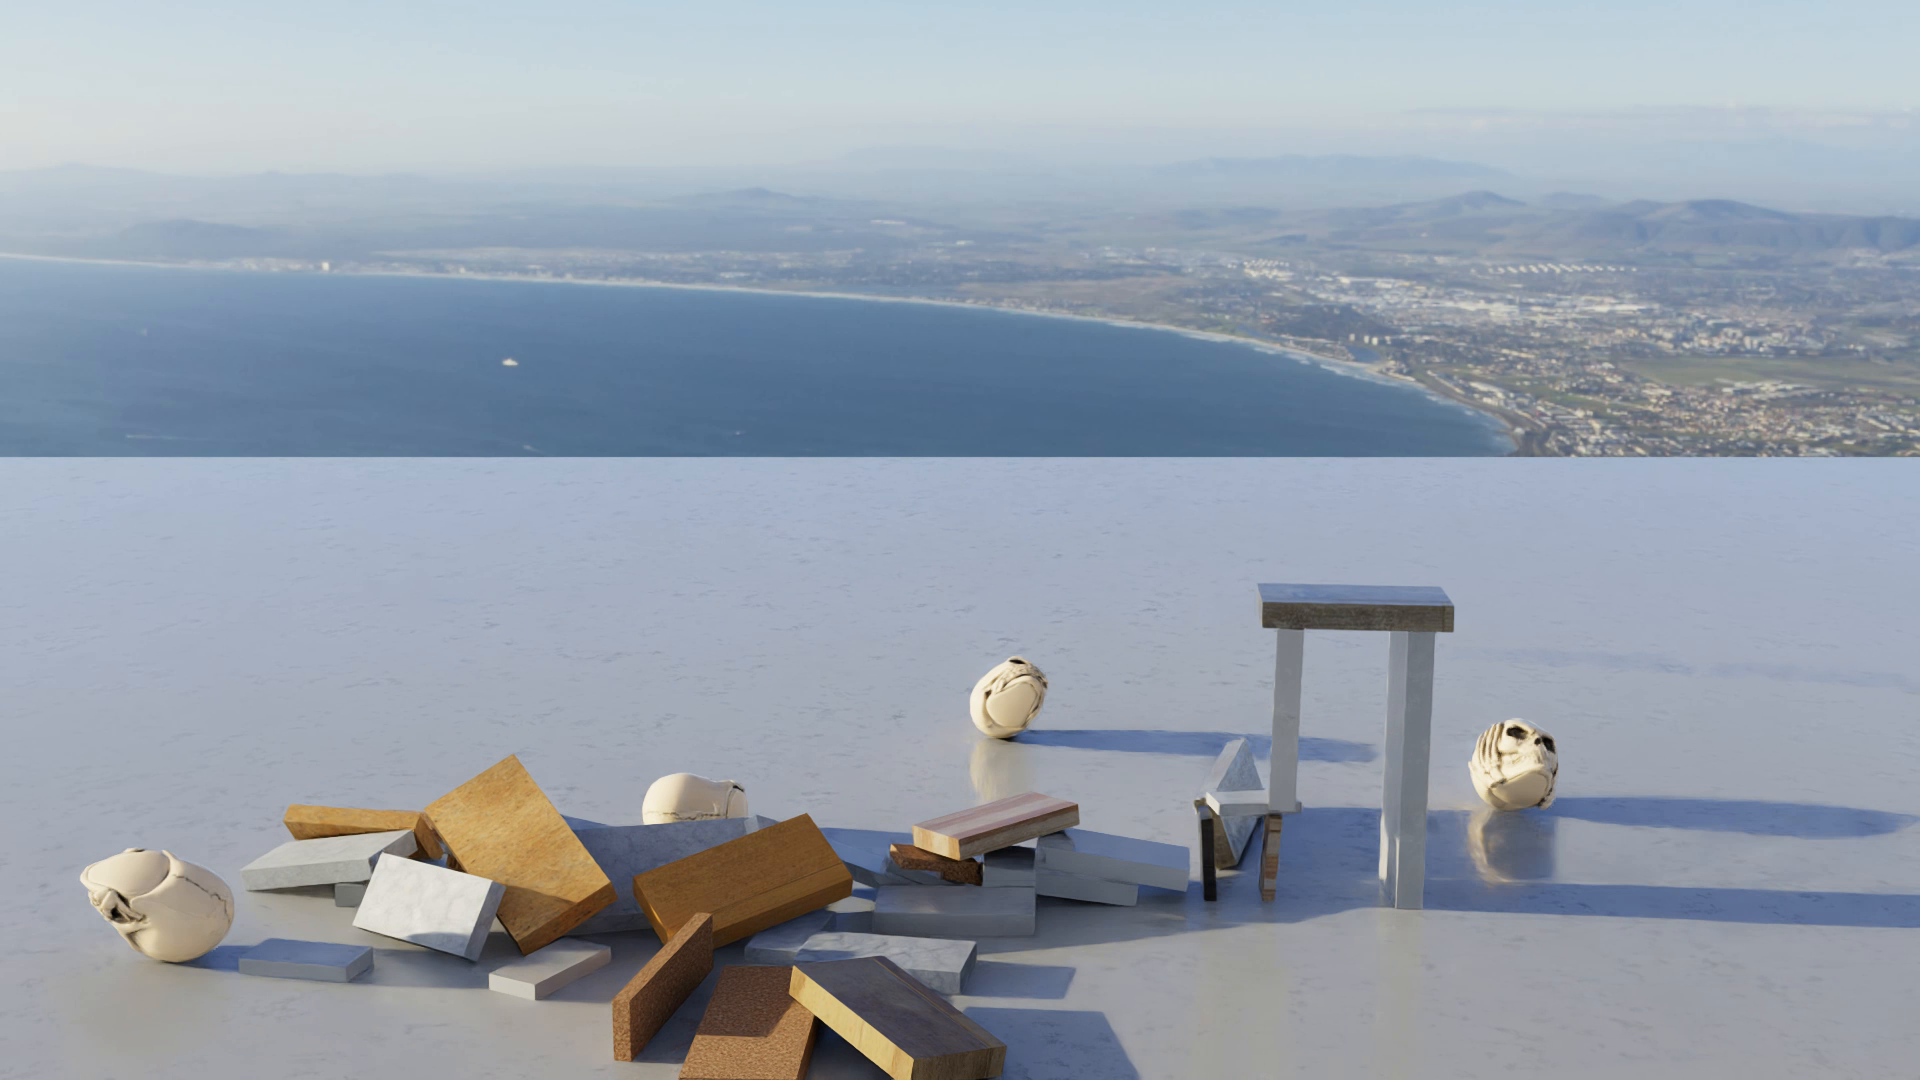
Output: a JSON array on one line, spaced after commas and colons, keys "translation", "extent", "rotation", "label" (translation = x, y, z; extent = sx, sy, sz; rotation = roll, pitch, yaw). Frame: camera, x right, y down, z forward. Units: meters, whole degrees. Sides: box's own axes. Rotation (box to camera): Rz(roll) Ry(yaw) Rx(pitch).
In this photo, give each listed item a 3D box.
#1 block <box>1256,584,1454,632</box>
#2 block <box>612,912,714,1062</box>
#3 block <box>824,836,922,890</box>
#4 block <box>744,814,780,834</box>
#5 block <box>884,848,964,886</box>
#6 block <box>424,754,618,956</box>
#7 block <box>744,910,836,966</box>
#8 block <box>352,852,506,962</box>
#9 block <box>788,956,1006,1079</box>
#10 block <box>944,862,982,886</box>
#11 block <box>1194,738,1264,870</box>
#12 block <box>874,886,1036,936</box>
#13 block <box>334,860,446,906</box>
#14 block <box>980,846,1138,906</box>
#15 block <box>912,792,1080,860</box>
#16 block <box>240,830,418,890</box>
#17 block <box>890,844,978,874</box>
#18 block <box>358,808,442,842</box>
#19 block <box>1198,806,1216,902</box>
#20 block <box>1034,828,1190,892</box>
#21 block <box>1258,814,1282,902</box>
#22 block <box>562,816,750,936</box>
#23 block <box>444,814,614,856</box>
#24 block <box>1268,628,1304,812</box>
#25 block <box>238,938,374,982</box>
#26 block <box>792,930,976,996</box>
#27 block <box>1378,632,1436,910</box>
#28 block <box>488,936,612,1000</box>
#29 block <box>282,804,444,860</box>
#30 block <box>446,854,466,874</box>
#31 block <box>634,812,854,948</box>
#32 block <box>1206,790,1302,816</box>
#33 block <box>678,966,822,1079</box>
[{"translation": [0.641, 0.110, 3.589], "extent": [0.303, 0.043, 0.152], "rotation": [1, 11, 4], "label": "block"}, {"translation": [-0.424, 0.639, 3.167], "extent": [0.025, 0.088, 0.349], "rotation": [2, 11, 12], "label": "block"}, {"translation": [-0.152, 0.545, 3.642], "extent": [0.182, 0.026, 0.091], "rotation": [22, 8, -13], "label": "block"}, {"translation": [-0.277, 0.517, 3.638], "extent": [0.026, 0.091, 0.182], "rotation": [-35, -35, 23], "label": "block"}, {"translation": [-0.060, 0.555, 3.671], "extent": [0.133, 0.019, 0.067], "rotation": [21, 8, -8], "label": "block"}, {"translation": [-0.700, 0.497, 3.493], "extent": [0.167, 0.047, 0.334], "rotation": [-32, 49, -19], "label": "block"}, {"translation": [-0.263, 0.620, 3.438], "extent": [0.091, 0.026, 0.182], "rotation": [3, 11, 13], "label": "block"}, {"translation": [-0.830, 0.572, 3.435], "extent": [0.244, 0.122, 0.035], "rotation": [7, -21, 33], "label": "block"}, {"translation": [-0.089, 0.661, 3.033], "extent": [0.153, 0.043, 0.307], "rotation": [1, 13, -36], "label": "block"}, {"translation": [0.038, 0.561, 3.687], "extent": [0.133, 0.019, 0.067], "rotation": [13, 10, -5], "label": "block"}, {"translation": [0.489, 0.469, 3.958], "extent": [0.036, 0.127, 0.384], "rotation": [-18, 5, 18], "label": "block"}, {"translation": [-0.007, 0.596, 3.538], "extent": [0.255, 0.036, 0.127], "rotation": [0, 11, 3], "label": "block"}, {"translation": [-0.894, 0.571, 3.669], "extent": [0.261, 0.037, 0.131], "rotation": [0, 11, 0], "label": "block"}, {"translation": [0.163, 0.555, 3.660], "extent": [0.255, 0.036, 0.127], "rotation": [8, 10, -2], "label": "block"}, {"translation": [0.061, 0.478, 3.687], "extent": [0.255, 0.036, 0.127], "rotation": [-11, 11, -36], "label": "block"}, {"translation": [-1.058, 0.537, 3.688], "extent": [0.261, 0.037, 0.130], "rotation": [-8, 11, 22], "label": "block"}, {"translation": [-0.043, 0.529, 3.650], "extent": [0.133, 0.019, 0.067], "rotation": [7, 11, -21], "label": "block"}, {"translation": [-1.052, 0.520, 3.953], "extent": [0.244, 0.035, 0.122], "rotation": [2, 11, 8], "label": "block"}, {"translation": [0.411, 0.520, 3.654], "extent": [0.020, 0.141, 0.071], "rotation": [-3, 10, 3], "label": "block"}, {"translation": [0.255, 0.529, 3.673], "extent": [0.255, 0.036, 0.127], "rotation": [9, 10, 4], "label": "block"}, {"translation": [0.515, 0.520, 3.654], "extent": [0.020, 0.141, 0.071], "rotation": [4, 11, 2], "label": "block"}, {"translation": [-0.494, 0.541, 3.548], "extent": [0.334, 0.047, 0.167], "rotation": [-3, 49, -14], "label": "block"}, {"translation": [-0.671, 0.509, 3.667], "extent": [0.334, 0.047, 0.167], "rotation": [12, 11, 0], "label": "block"}, {"translation": [0.539, 0.279, 3.624], "extent": [0.043, 0.303, 0.152], "rotation": [3, 11, 9], "label": "block"}, {"translation": [-0.993, 0.638, 3.341], "extent": [0.175, 0.025, 0.088], "rotation": [2, 11, 12], "label": "block"}, {"translation": [-0.112, 0.637, 3.319], "extent": [0.255, 0.036, 0.127], "rotation": [2, 11, 11], "label": "block"}, {"translation": [0.736, 0.361, 3.628], "extent": [0.043, 0.465, 0.152], "rotation": [0, 11, 0], "label": "block"}, {"translation": [-0.616, 0.644, 3.310], "extent": [0.088, 0.025, 0.176], "rotation": [6, 12, 29], "label": "block"}, {"translation": [-1.025, 0.510, 3.782], "extent": [0.244, 0.122, 0.035], "rotation": [2, 51, 13], "label": "block"}, {"translation": [-0.712, 0.542, 3.676], "extent": [0.261, 0.037, 0.130], "rotation": [13, 11, 1], "label": "block"}, {"translation": [-0.341, 0.545, 3.460], "extent": [0.307, 0.043, 0.153], "rotation": [-18, 46, -27], "label": "block"}, {"translation": [0.488, 0.437, 3.655], "extent": [0.141, 0.020, 0.071], "rotation": [-1, 11, -10], "label": "block"}, {"translation": [-0.280, 0.684, 3.045], "extent": [0.153, 0.043, 0.390], "rotation": [0, 11, 3], "label": "block"}]
